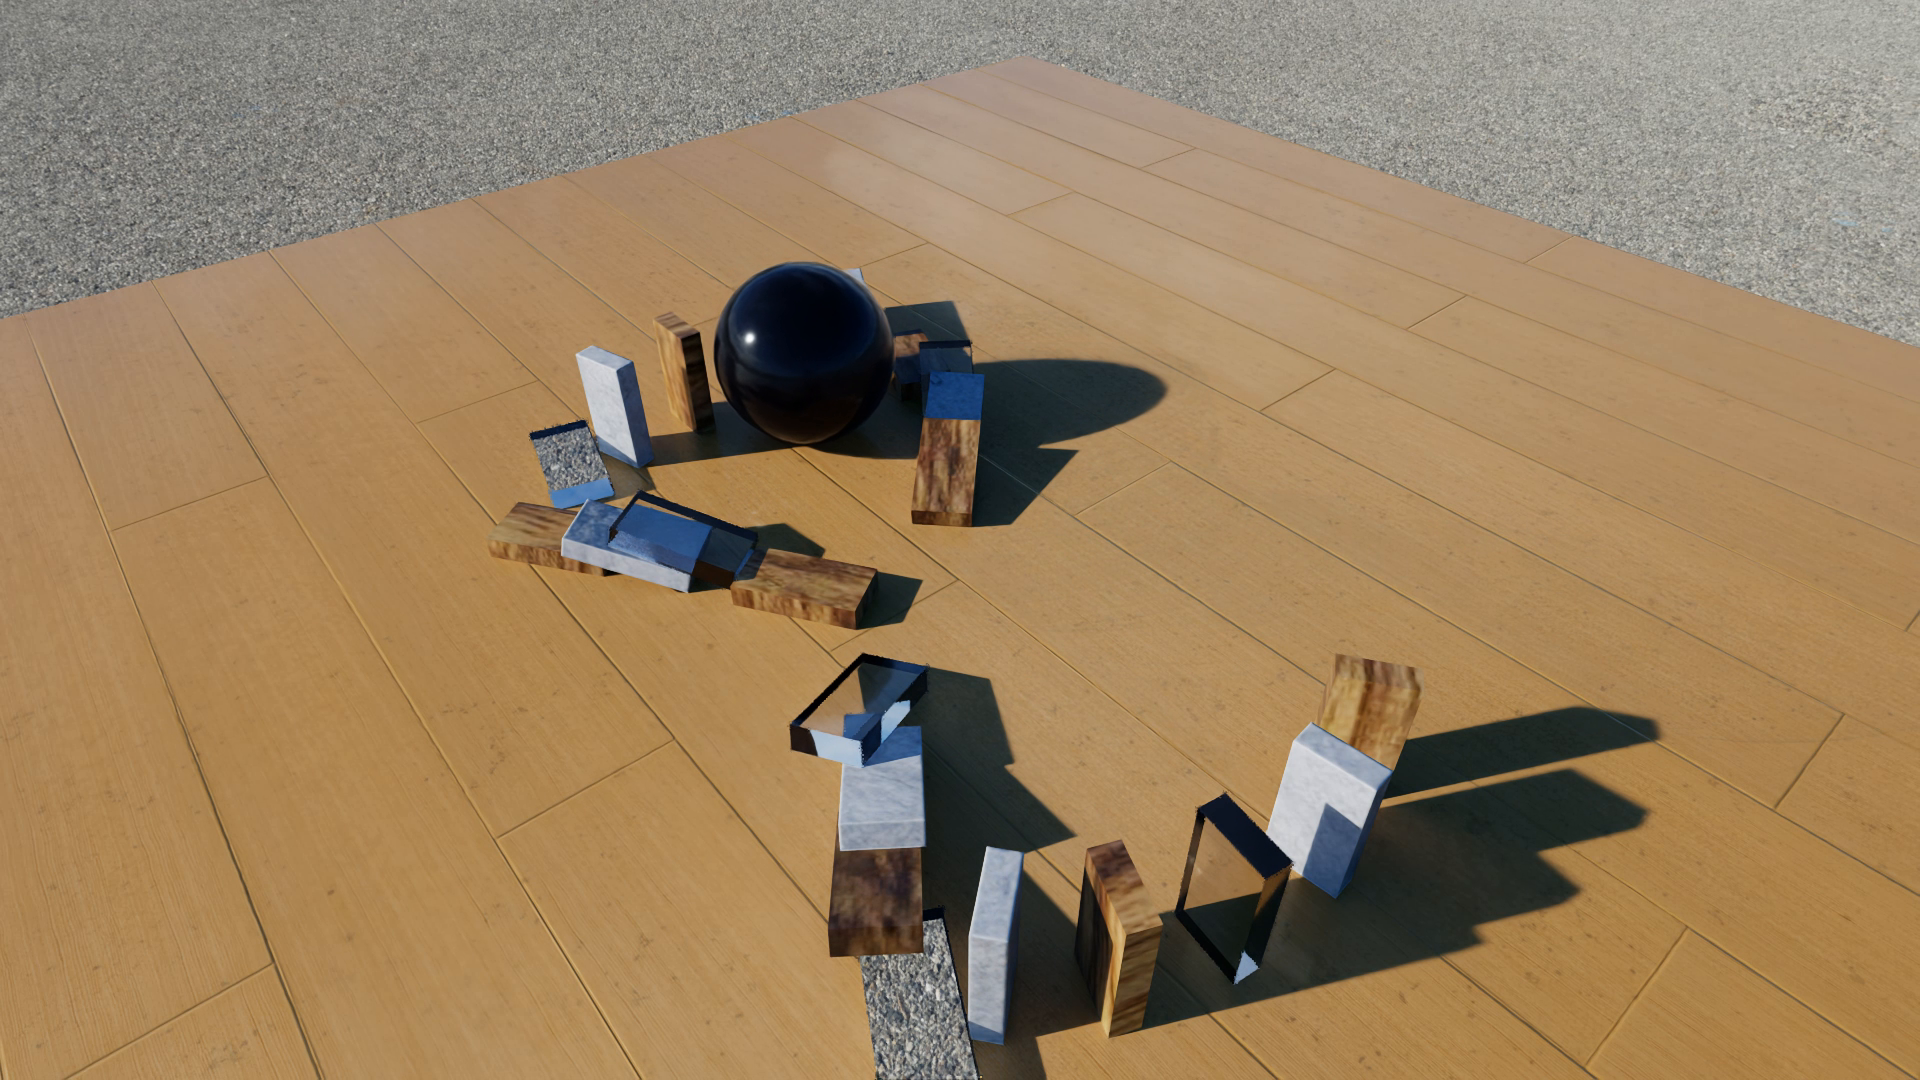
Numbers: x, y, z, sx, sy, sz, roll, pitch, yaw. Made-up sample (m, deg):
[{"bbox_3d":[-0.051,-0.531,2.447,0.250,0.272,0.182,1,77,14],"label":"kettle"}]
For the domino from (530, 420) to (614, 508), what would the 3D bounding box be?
[{"bbox_3d":[-0.171,-0.034,0.485,0.025,0.009,0.050,-18,43,-20],"label":"domino"}]

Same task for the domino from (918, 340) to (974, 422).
[{"bbox_3d":[-0.006,-0.073,0.521,0.025,0.010,0.050,-2,56,-3],"label":"domino"}]

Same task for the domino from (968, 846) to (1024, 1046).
[{"bbox_3d":[0.009,0.105,0.283,0.009,0.050,0.025,7,40,8],"label":"domino"}]

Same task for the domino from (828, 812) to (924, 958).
[{"bbox_3d":[-0.023,0.097,0.315,0.025,0.009,0.050,-2,23,-2],"label":"domino"}]

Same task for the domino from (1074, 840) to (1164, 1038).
[{"bbox_3d":[0.040,0.104,0.285,0.009,0.050,0.025,-11,41,-13],"label":"domino"}]

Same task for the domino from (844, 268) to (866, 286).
[{"bbox_3d":[-0.053,-0.120,0.578,0.009,0.025,0.050,-7,40,-9],"label":"domino"}]

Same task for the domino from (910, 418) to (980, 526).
[{"bbox_3d":[-0.005,-0.029,0.469,0.025,0.009,0.050,3,56,4],"label":"domino"}]

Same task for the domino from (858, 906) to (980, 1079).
[{"bbox_3d":[-0.012,0.124,0.292,0.025,0.009,0.050,-8,40,-9],"label":"domino"}]

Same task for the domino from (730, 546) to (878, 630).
[{"bbox_3d":[-0.059,0.018,0.422,0.050,0.010,0.025,10,40,12],"label":"domino"}]

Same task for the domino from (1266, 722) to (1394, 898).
[{"bbox_3d":[0.105,0.078,0.316,0.025,0.050,0.009,32,49,33],"label":"domino"}]

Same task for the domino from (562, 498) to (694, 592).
[{"bbox_3d":[-0.126,0.002,0.430,0.050,0.009,0.025,17,40,-5],"label":"domino"}]

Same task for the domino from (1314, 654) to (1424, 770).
[{"bbox_3d":[0.124,0.058,0.340,0.025,0.050,0.009,10,40,12],"label":"domino"}]

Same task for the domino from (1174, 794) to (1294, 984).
[{"bbox_3d":[0.073,0.094,0.296,0.009,0.050,0.025,-21,44,-24],"label":"domino"}]

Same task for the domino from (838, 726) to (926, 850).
[{"bbox_3d":[-0.024,0.076,0.340,0.025,0.009,0.050,-2,23,-3],"label":"domino"}]

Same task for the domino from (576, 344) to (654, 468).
[{"bbox_3d":[-0.151,-0.058,0.482,0.025,0.050,0.009,23,45,26],"label":"domino"}]

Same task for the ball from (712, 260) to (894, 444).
[{"bbox_3d":[-0.069,-0.083,0.489,0.080,0.080,0.080,0,39,0],"label":"ball"}]

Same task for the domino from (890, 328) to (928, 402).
[{"bbox_3d":[-0.024,-0.088,0.551,0.025,0.010,0.050,-12,41,-14],"label":"domino"}]

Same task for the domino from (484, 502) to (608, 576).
[{"bbox_3d":[-0.161,-0.001,0.444,0.050,0.010,0.025,9,40,11],"label":"domino"}]

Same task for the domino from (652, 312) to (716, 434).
[{"bbox_3d":[-0.126,-0.076,0.504,0.009,0.050,0.025,-29,47,-31],"label":"domino"}]

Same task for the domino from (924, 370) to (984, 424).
[{"bbox_3d":[-0.003,-0.054,0.497,0.025,0.010,0.050,4,56,2],"label":"domino"}]

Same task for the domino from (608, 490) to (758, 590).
[{"bbox_3d":[-0.107,0.000,0.426,0.050,0.009,0.025,20,40,0],"label":"domino"}]

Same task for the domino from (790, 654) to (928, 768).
[{"bbox_3d":[-0.032,0.055,0.364,0.025,0.010,0.050,9,25,21],"label":"domino"}]
